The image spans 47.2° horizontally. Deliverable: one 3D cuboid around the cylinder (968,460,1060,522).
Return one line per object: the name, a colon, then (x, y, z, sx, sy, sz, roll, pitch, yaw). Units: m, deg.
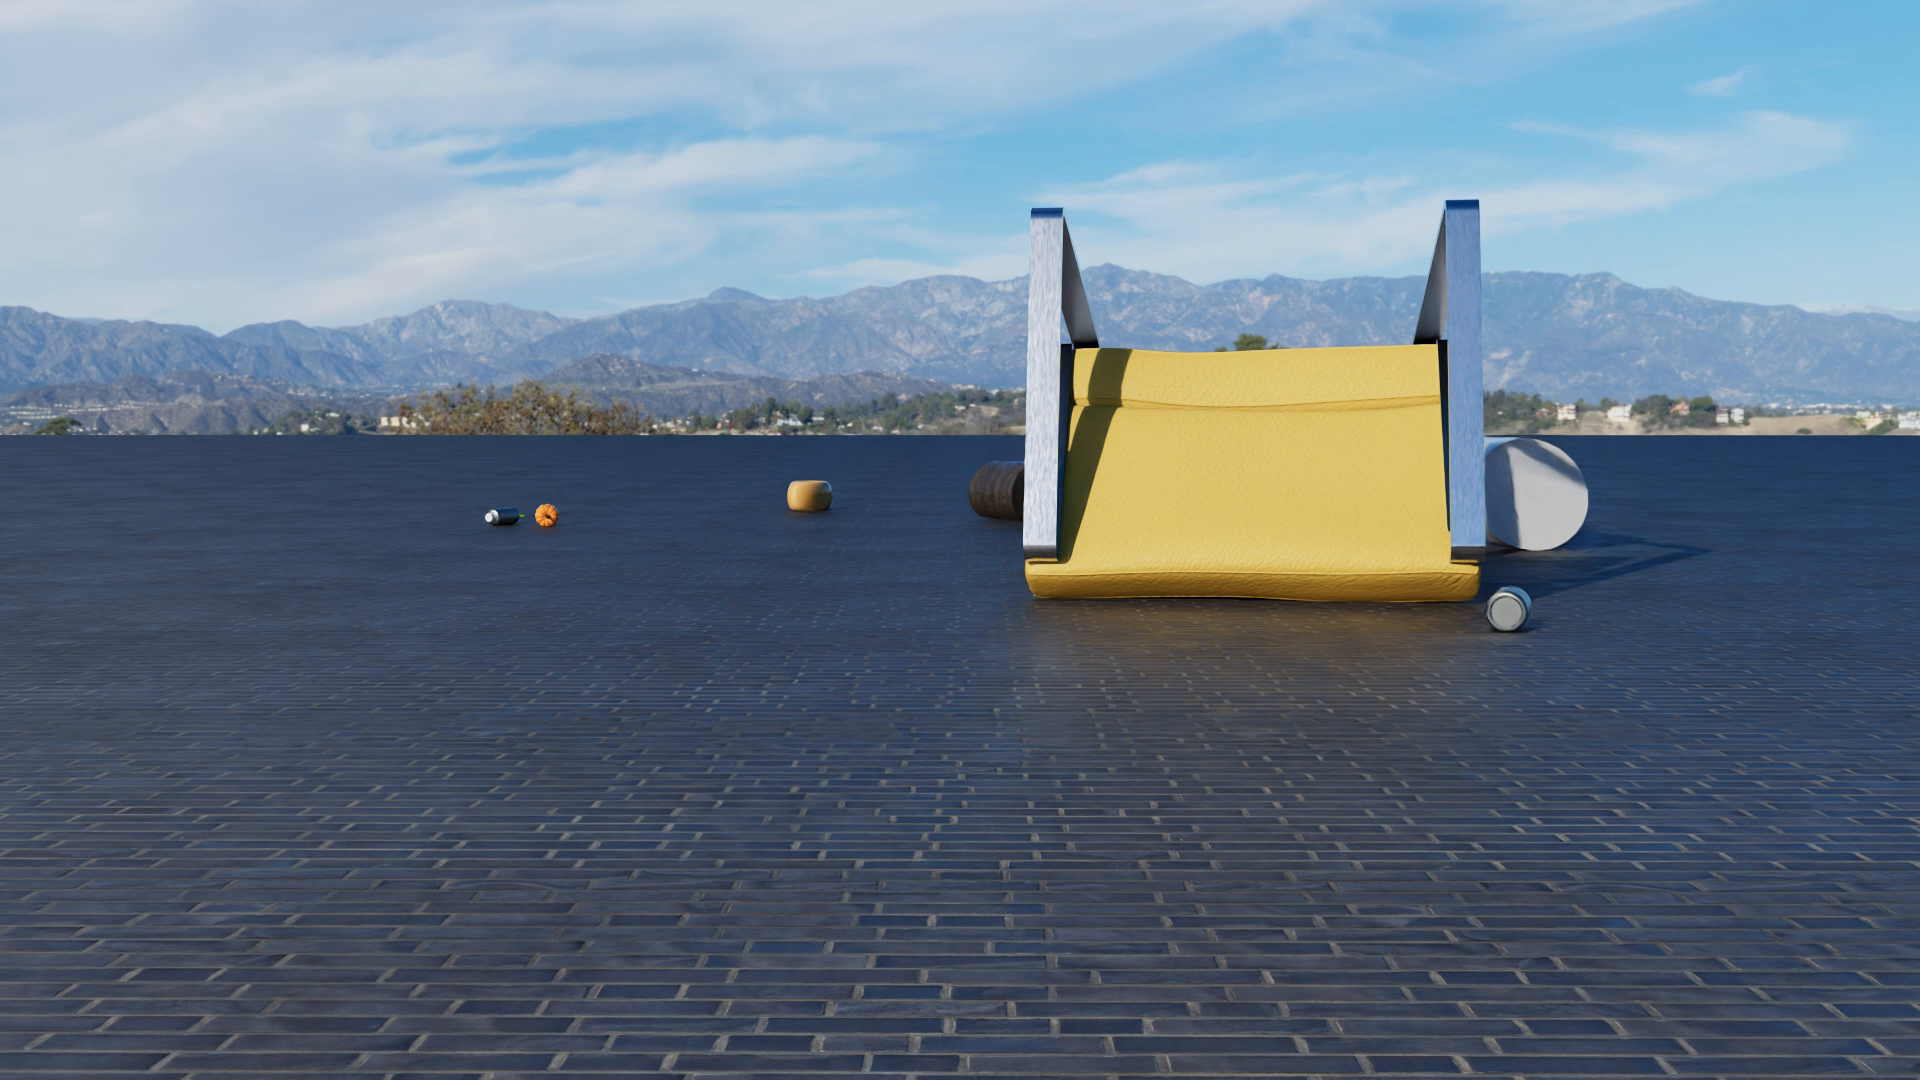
cylinder: (0.188, -0.171, 7.577, 0.219, 0.192, 0.244, -41, 25, -27)

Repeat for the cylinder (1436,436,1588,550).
cylinder: (1.564, -0.136, 6.244, 0.346, 0.301, 0.292, 28, 0, -9)

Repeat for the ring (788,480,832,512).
ring: (-0.557, -0.164, 8.152, 0.122, 0.109, 0.233, 5, 4, 31)
